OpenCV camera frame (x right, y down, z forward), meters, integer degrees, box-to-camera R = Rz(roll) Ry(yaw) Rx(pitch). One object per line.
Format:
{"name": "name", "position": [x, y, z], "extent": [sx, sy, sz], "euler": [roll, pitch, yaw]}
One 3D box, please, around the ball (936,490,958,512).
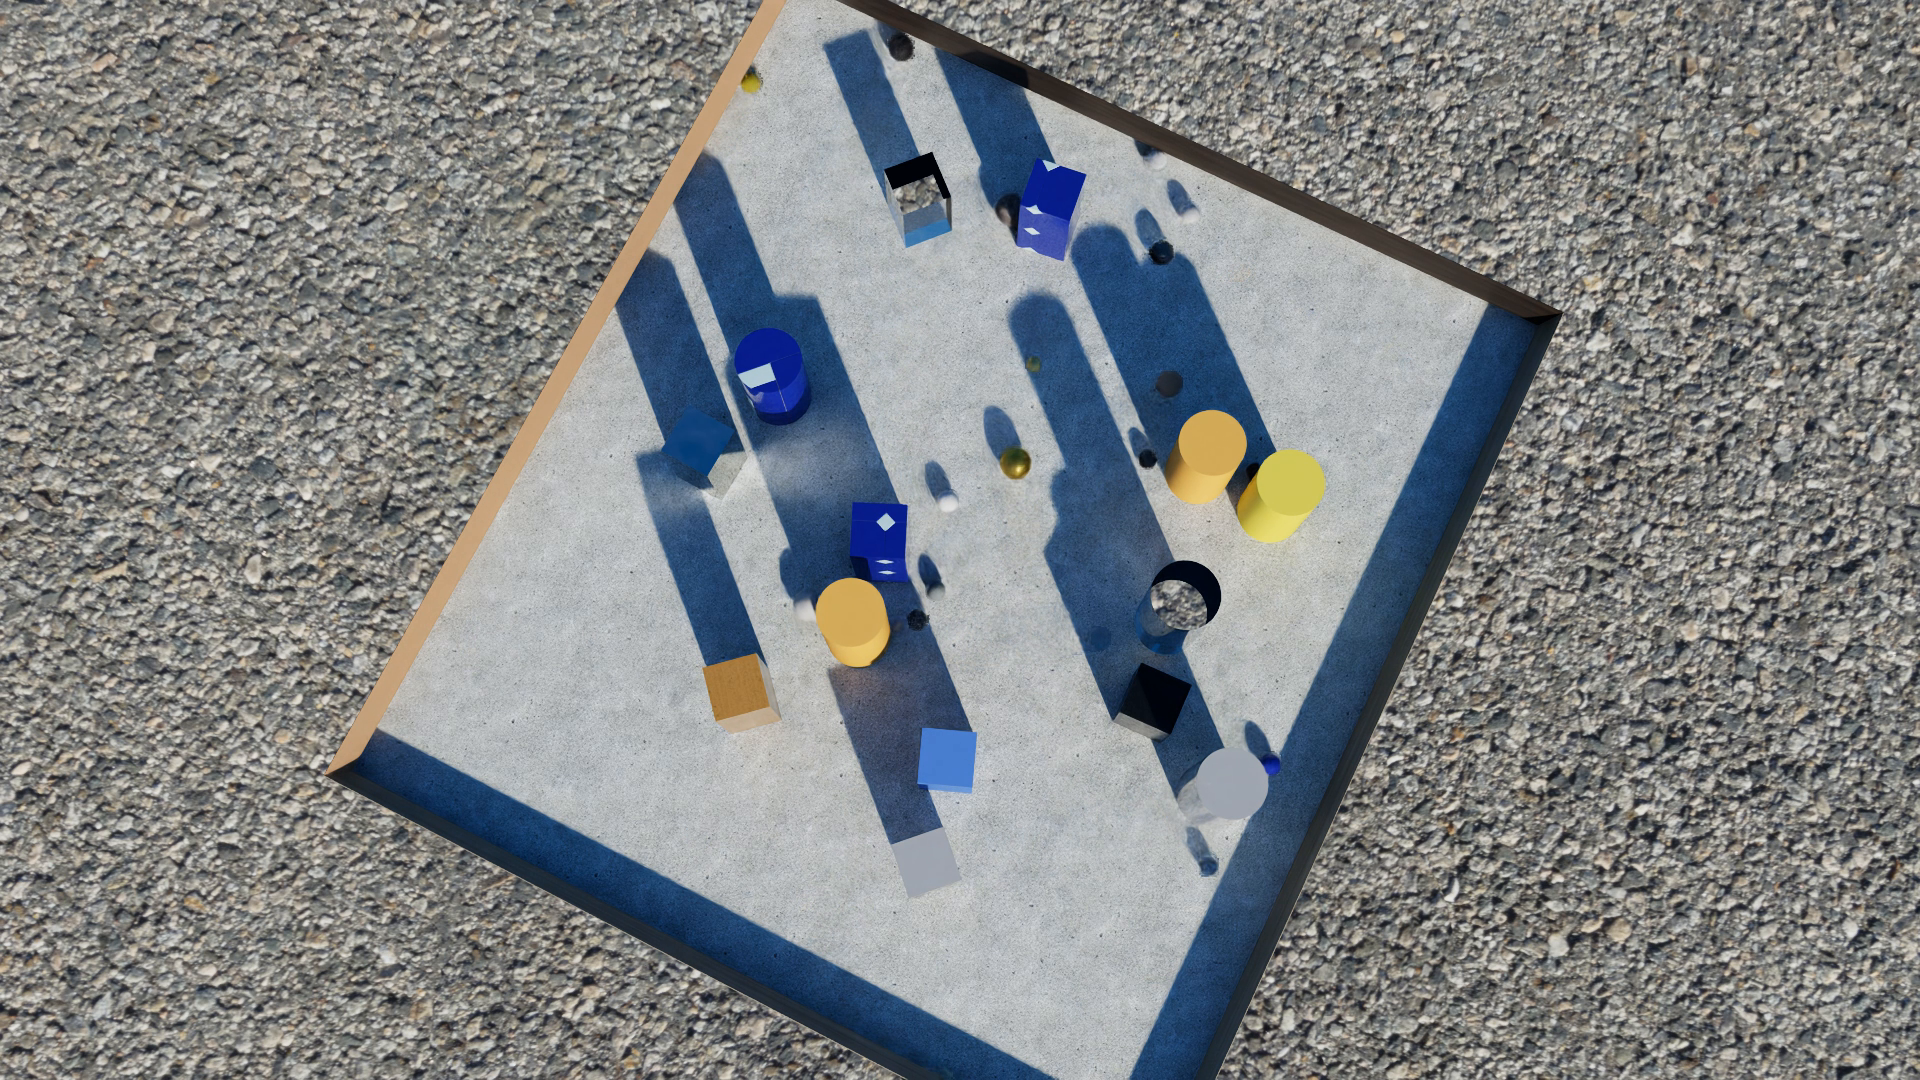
{"name": "ball", "position": [-0.040, -0.118, 5.606], "extent": [0.068, 0.068, 0.068], "euler": [0, 78, 0]}

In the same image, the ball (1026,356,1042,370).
{"name": "ball", "position": [0.231, -0.550, 5.707], "extent": [0.047, 0.047, 0.047], "euler": [0, 78, 0]}

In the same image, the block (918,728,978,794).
{"name": "block", "position": [-0.036, 0.646, 5.352], "extent": [0.157, 0.257, 0.157], "euler": [5, 78, 1]}

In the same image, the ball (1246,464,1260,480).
{"name": "ball", "position": [0.906, -0.210, 5.633], "extent": [0.053, 0.053, 0.053], "euler": [0, 78, 0]}

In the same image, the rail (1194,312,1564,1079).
{"name": "rail", "position": [1.182, 0.585, 5.429], "extent": [0.045, 0.128, 2.929], "euler": [26, 80, 5]}

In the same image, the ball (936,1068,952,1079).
{"name": "ball", "position": [-0.046, 1.543, 5.273], "extent": [0.047, 0.047, 0.047], "euler": [0, 78, 0]}

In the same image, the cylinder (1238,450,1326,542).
{"name": "cylinder", "position": [0.950, -0.126, 5.448], "extent": [0.197, 0.382, 0.197], "euler": [0, 78, 0]}

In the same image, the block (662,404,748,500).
{"name": "block", "position": [-0.764, -0.257, 5.503], "extent": [0.157, 0.328, 0.157], "euler": [29, 80, 6]}

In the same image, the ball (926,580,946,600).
{"name": "ball", "position": [-0.072, 0.152, 5.556], "extent": [0.058, 0.058, 0.058], "euler": [0, 78, 0]}

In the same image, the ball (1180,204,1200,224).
{"name": "ball", "position": [0.725, -1.033, 5.799], "extent": [0.062, 0.062, 0.062], "euler": [0, 78, 0]}

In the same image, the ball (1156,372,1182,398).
{"name": "ball", "position": [0.647, -0.480, 5.676], "extent": [0.079, 0.079, 0.079], "euler": [0, 78, 0]}

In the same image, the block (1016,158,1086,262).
{"name": "block", "position": [0.279, -1.014, 5.651], "extent": [0.157, 0.344, 0.157], "euler": [19, 79, 4]}

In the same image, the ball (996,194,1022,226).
{"name": "ball", "position": [0.161, -1.039, 5.781], "extent": [0.098, 0.098, 0.098], "euler": [0, 78, 0]}

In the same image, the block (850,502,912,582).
{"name": "block", "position": [-0.231, 0.011, 5.416], "extent": [0.157, 0.387, 0.157], "euler": [2, 78, 0]}

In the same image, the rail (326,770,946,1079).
{"name": "rail", "position": [-0.644, 1.269, 5.288], "extent": [2.690, 0.128, 0.045], "euler": [26, 80, 5]}

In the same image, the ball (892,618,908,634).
{"name": "ball", "position": [-0.180, 0.260, 5.537], "extent": [0.051, 0.051, 0.051], "euler": [0, 78, 0]}

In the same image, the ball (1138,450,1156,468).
{"name": "ball", "position": [0.577, -0.248, 5.639], "extent": [0.056, 0.056, 0.056], "euler": [0, 78, 0]}

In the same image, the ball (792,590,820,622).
{"name": "ball", "position": [-0.458, 0.198, 5.528], "extent": [0.094, 0.094, 0.094], "euler": [0, 78, 0]}

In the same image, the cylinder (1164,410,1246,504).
{"name": "cylinder", "position": [0.731, -0.244, 5.481], "extent": [0.197, 0.365, 0.197], "euler": [0, 78, 0]}

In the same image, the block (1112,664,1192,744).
{"name": "block", "position": [0.562, 0.481, 5.383], "extent": [0.157, 0.262, 0.157], "euler": [24, 79, 5]}

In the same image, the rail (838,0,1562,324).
{"name": "rail", "position": [0.644, -1.255, 5.810], "extent": [2.690, 0.128, 0.045], "euler": [26, 80, 5]}

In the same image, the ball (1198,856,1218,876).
{"name": "ball", "position": [0.731, 0.960, 5.389], "extent": [0.057, 0.057, 0.057], "euler": [0, 78, 0]}

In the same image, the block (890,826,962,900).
{"name": "block", "position": [-0.095, 0.934, 5.285], "extent": [0.157, 0.271, 0.157], "euler": [-19, 79, -4]}

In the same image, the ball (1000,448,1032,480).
{"name": "ball", "position": [0.171, -0.233, 5.615], "extent": [0.098, 0.098, 0.098], "euler": [0, 78, 0]}

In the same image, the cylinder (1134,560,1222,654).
{"name": "cylinder", "position": [0.628, 0.202, 5.327], "extent": [0.197, 0.486, 0.197], "euler": [0, 78, 0]}

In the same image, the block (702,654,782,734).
{"name": "block", "position": [-0.631, 0.451, 5.339], "extent": [0.157, 0.360, 0.157], "euler": [-15, 79, -3]}

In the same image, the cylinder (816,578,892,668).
{"name": "cylinder", "position": [-0.307, 0.246, 5.349], "extent": [0.197, 0.425, 0.197], "euler": [0, 78, 0]}

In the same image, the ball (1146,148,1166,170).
{"name": "ball", "position": [0.623, -1.212, 5.834], "extent": [0.065, 0.065, 0.065], "euler": [0, 78, 0]}

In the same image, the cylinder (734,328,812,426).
{"name": "cylinder", "position": [-0.560, -0.488, 5.532], "extent": [0.197, 0.365, 0.197], "euler": [0, 78, 0]}

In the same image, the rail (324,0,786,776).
{"name": "rail", "position": [-1.182, -0.572, 5.669], "extent": [0.045, 0.128, 2.929], "euler": [26, 80, 5]}

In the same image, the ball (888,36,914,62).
{"name": "ball", "position": [-0.189, -1.583, 5.902], "extent": [0.082, 0.082, 0.082], "euler": [0, 78, 0]}

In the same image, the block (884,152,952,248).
{"name": "block", "position": [-0.128, -1.053, 5.691], "extent": [0.157, 0.281, 0.157], "euler": [-21, 79, -4]}

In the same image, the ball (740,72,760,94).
{"name": "ball", "position": [-0.673, -1.469, 5.887], "extent": [0.065, 0.065, 0.065], "euler": [0, 78, 0]}

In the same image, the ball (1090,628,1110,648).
{"name": "ball", "position": [0.422, 0.297, 5.524], "extent": [0.060, 0.060, 0.060], "euler": [0, 78, 0]}

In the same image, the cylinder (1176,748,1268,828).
{"name": "cylinder", "position": [0.742, 0.712, 5.228], "extent": [0.197, 0.473, 0.197], "euler": [0, 78, 0]}

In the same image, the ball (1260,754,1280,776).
{"name": "ball", "position": [0.920, 0.667, 5.446], "extent": [0.064, 0.064, 0.064], "euler": [0, 78, 0]}

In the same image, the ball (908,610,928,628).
{"name": "ball", "position": [-0.129, 0.239, 5.537], "extent": [0.059, 0.059, 0.059], "euler": [0, 78, 0]}

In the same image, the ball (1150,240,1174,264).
{"name": "ball", "position": [0.635, -0.906, 5.765], "extent": [0.076, 0.076, 0.076], "euler": [0, 78, 0]}
